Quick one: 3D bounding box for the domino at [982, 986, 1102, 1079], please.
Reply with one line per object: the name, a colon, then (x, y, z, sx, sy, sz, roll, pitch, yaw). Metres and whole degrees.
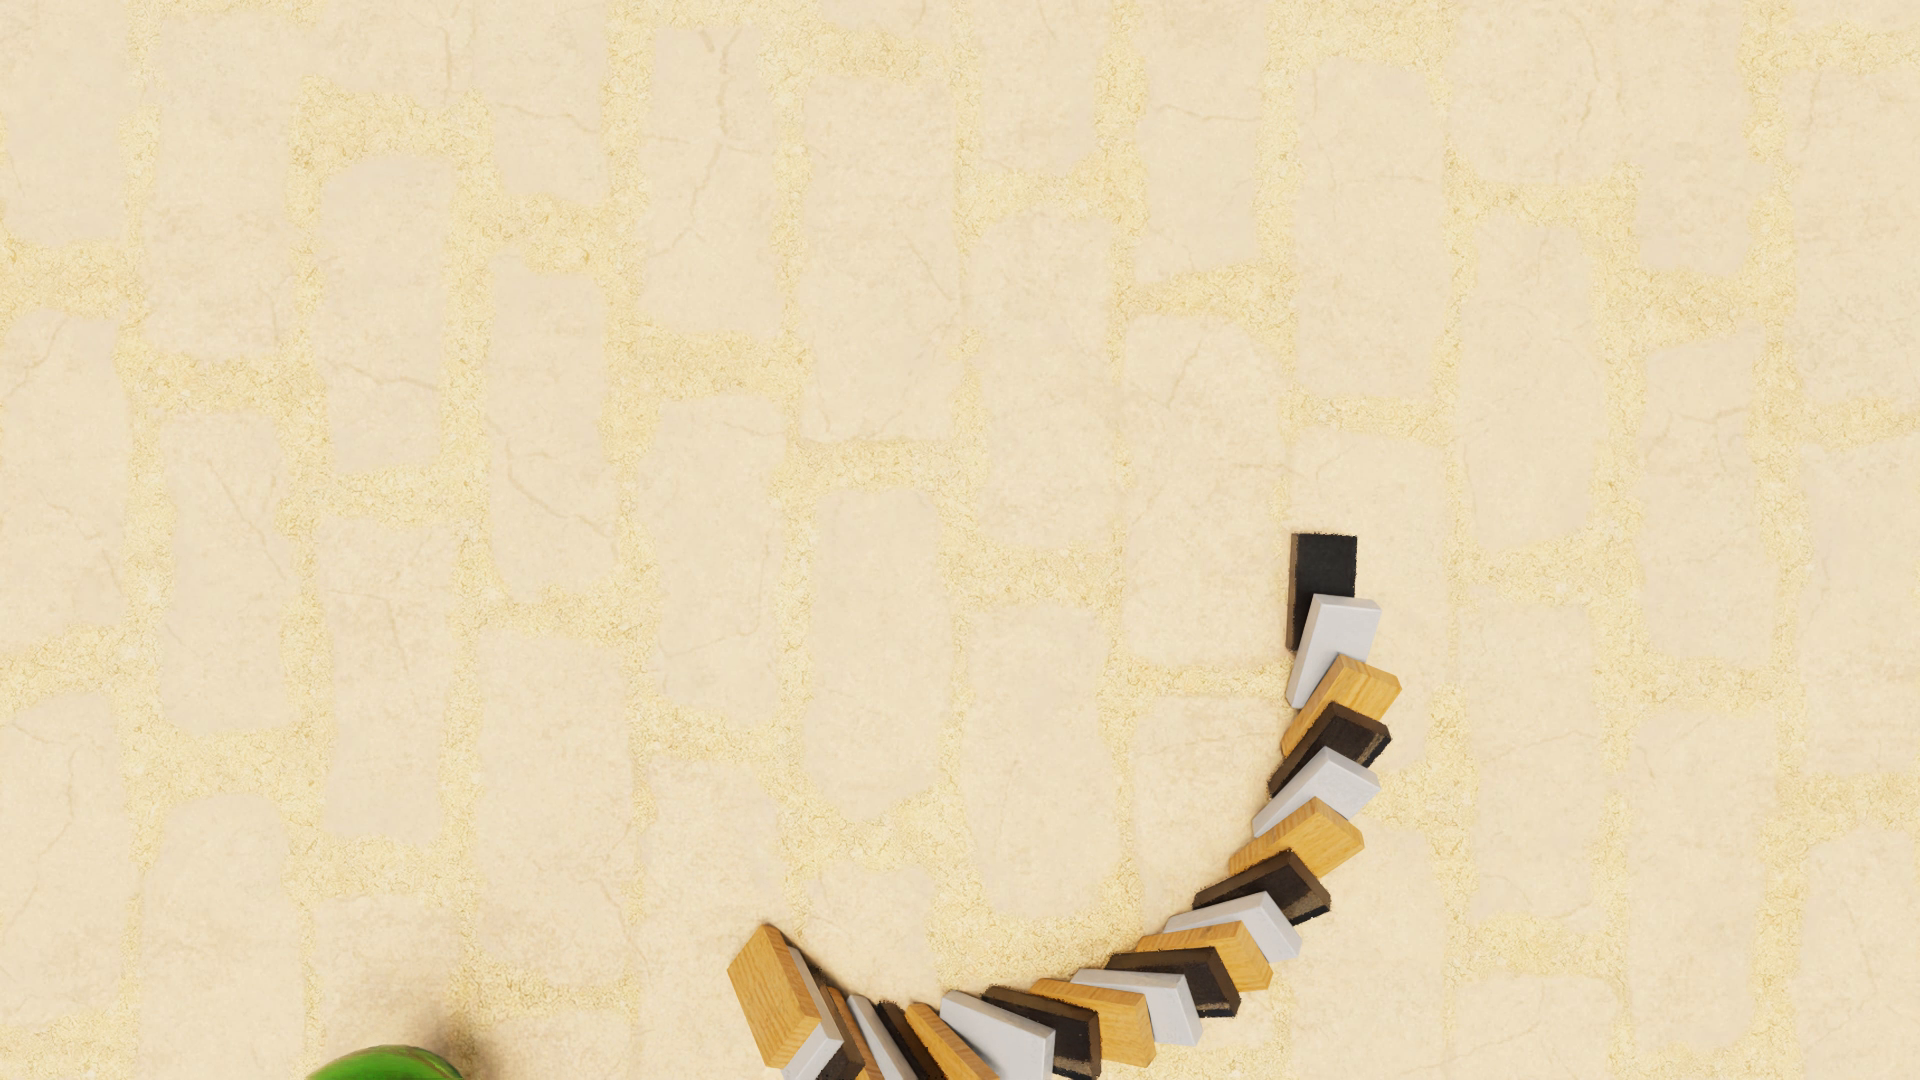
domino: (0.033, 0.206, 0.383, 0.050, 0.009, 0.025, -3, 90, 33)

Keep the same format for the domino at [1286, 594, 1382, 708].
domino: (0.157, 0.048, 0.385, 0.025, 0.009, 0.050, 6, 114, -1)

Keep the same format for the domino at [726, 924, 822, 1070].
domino: (-0.077, 0.187, 0.378, 0.009, 0.050, 0.025, 38, 90, -39)

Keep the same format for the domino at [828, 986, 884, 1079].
domino: (-0.051, 0.213, 0.378, 0.025, 0.050, 0.010, -52, 129, 0)

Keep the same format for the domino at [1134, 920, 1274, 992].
domino: (0.100, 0.175, 0.381, 0.050, 0.010, 0.025, -31, 92, 38)

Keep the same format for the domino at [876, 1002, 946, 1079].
domino: (-0.024, 0.219, 0.378, 0.009, 0.050, 0.025, 32, 90, -39)

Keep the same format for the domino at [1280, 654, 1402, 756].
domino: (0.159, 0.074, 0.384, 0.025, 0.010, 0.050, 21, 118, 0)

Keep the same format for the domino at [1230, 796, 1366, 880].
domino: (0.140, 0.131, 0.383, 0.025, 0.009, 0.050, 38, 118, -4)

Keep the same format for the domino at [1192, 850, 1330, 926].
domino: (0.125, 0.151, 0.383, 0.025, 0.009, 0.050, 49, 121, 0)

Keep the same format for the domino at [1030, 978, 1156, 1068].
domino: (0.055, 0.200, 0.381, 0.050, 0.009, 0.025, -11, 90, 36)

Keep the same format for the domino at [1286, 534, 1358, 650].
domino: (0.156, 0.023, 0.395, 0.025, 0.009, 0.050, 3, 90, 0)

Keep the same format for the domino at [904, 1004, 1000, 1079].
domino: (-0.007, 0.218, 0.378, 0.010, 0.050, 0.025, 19, 90, -41)

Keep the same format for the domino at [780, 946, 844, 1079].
domino: (-0.069, 0.196, 0.378, 0.010, 0.050, 0.025, 38, 90, -39)

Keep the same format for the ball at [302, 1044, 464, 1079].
ball: (-0.234, 0.244, 0.360, 0.080, 0.080, 0.080, 0, 90, 0)

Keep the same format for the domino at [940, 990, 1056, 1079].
domino: (0.015, 0.210, 0.383, 0.050, 0.009, 0.025, 4, 90, 33)

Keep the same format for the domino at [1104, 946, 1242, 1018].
domino: (0.088, 0.185, 0.380, 0.050, 0.010, 0.025, -25, 93, 38)

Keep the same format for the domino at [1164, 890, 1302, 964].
domino: (0.113, 0.165, 0.381, 0.050, 0.009, 0.025, -36, 90, 38)

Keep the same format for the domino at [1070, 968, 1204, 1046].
domino: (0.073, 0.194, 0.381, 0.050, 0.009, 0.025, -17, 94, 37)

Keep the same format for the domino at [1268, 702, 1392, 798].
domino: (0.154, 0.093, 0.384, 0.025, 0.010, 0.050, 24, 119, -1)

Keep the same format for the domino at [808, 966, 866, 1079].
domino: (-0.060, 0.205, 0.378, 0.025, 0.050, 0.009, -52, 129, 0)

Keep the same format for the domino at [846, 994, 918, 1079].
domino: (-0.037, 0.216, 0.378, 0.010, 0.050, 0.025, 32, 90, -39)

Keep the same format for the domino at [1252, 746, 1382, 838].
domino: (0.148, 0.111, 0.383, 0.025, 0.010, 0.050, 28, 118, -4)
